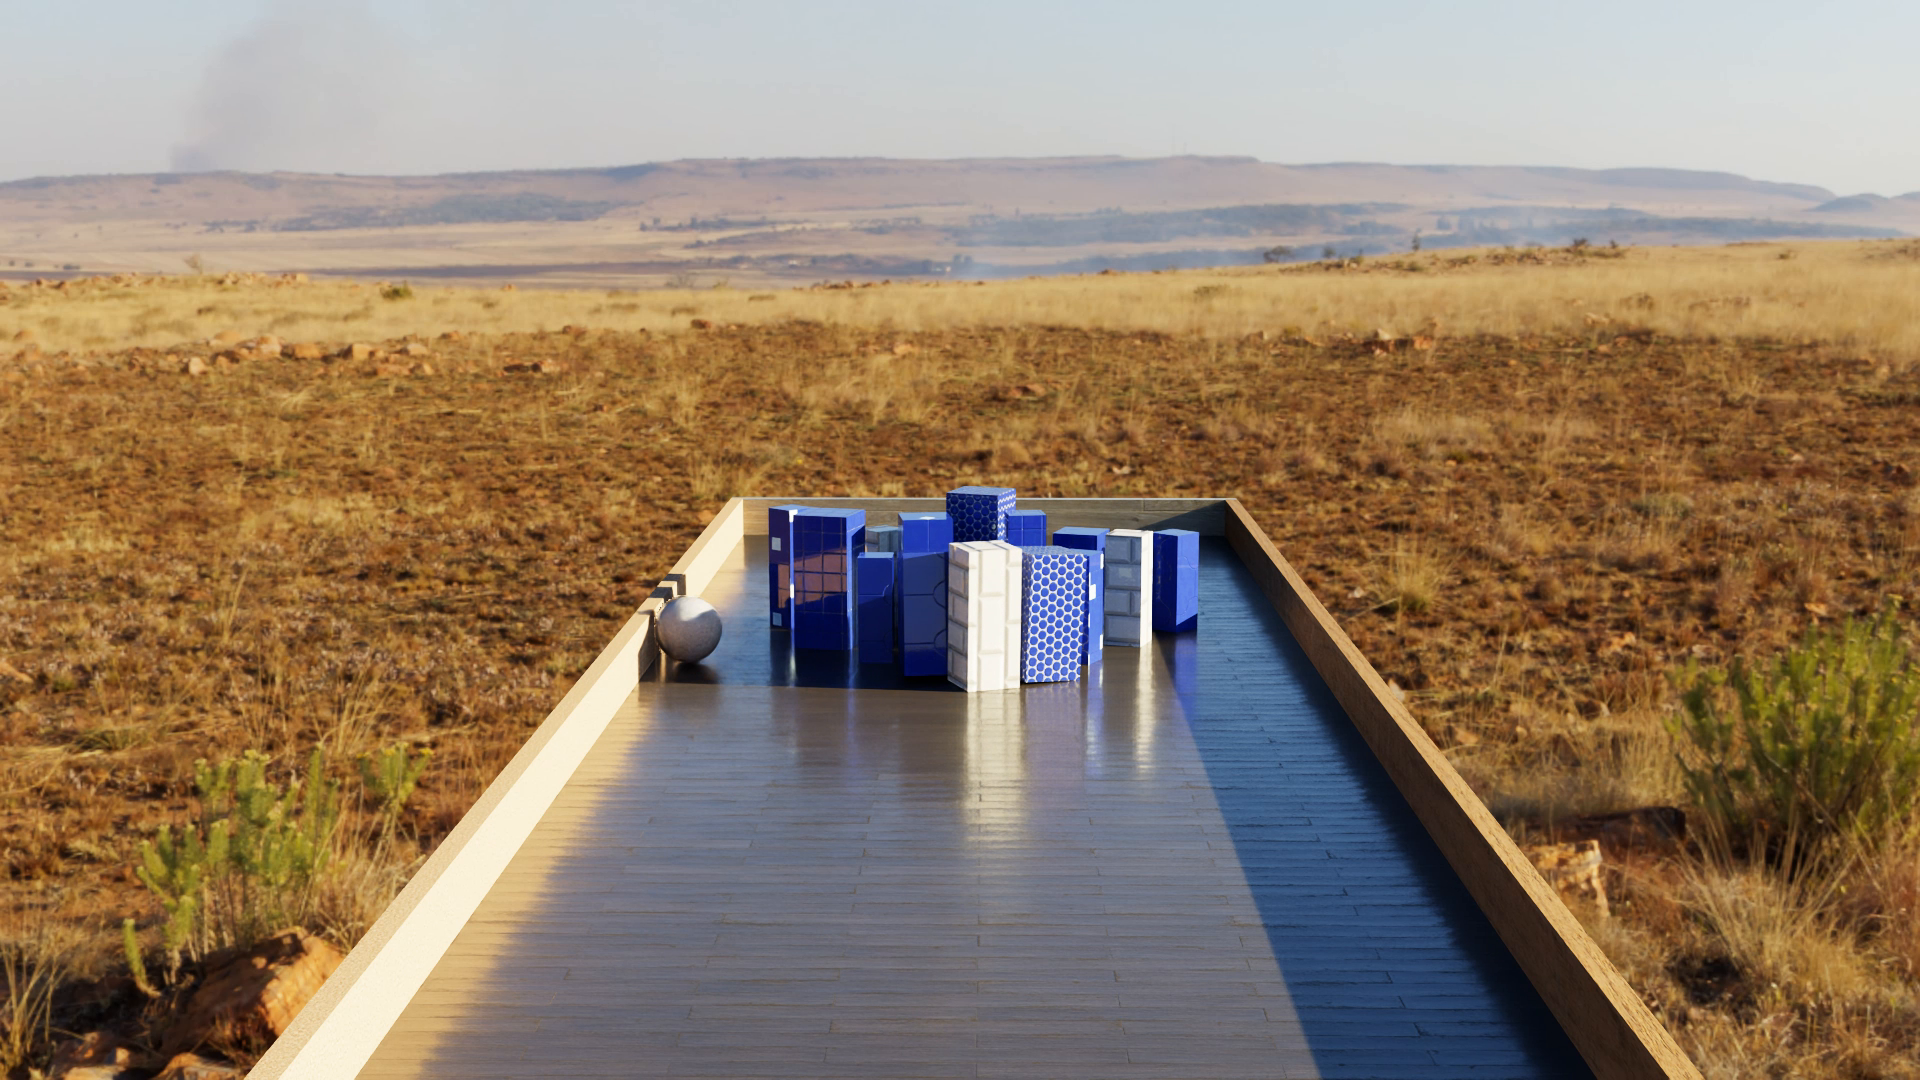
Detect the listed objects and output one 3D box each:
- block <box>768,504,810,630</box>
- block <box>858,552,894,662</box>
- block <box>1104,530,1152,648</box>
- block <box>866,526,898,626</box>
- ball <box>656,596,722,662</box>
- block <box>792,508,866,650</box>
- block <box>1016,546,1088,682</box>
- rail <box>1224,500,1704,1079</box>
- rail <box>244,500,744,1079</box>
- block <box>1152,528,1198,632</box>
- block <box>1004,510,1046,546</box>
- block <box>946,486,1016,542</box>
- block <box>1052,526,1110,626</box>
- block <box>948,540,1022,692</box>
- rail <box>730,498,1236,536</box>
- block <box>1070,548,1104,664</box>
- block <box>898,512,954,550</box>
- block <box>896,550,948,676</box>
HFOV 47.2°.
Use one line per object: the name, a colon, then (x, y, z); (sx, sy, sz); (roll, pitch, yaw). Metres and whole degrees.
block: (-0.551, 0.088, 7.206); (0.105, 0.392, 0.105); (9, 12, 43)
block: (-0.255, 0.205, 6.688); (0.103, 0.322, 0.103); (0, 9, 1)
block: (0.531, 0.151, 6.939); (0.120, 0.351, 0.120); (3, 10, 21)
block: (-0.253, 0.121, 7.227); (0.113, 0.319, 0.113); (-7, 12, -38)
ball: (-0.823, 0.271, 6.662); (0.200, 0.200, 0.200); (0, 9, 0)
block: (-0.409, 0.120, 6.913); (0.177, 0.419, 0.177); (3, 9, 16)
block: (0.243, 0.214, 6.442); (0.176, 0.371, 0.176); (-1, 8, -25)
rail: (1.046, 0.843, 3.208); (0.050, 0.150, 12.000); (0, 9, 1)
rail: (-1.004, 0.839, 3.234); (0.050, 0.150, 12.000); (0, 9, 1)
block: (0.699, 0.132, 7.164); (0.109, 0.317, 0.109); (9, 12, 44)
block: (0.204, 0.119, 6.934); (0.117, 0.414, 0.117); (-1, 9, -7)
block: (0.069, 0.064, 7.157); (0.176, 0.454, 0.176); (3, 10, 20)
block: (0.397, 0.125, 7.219); (0.149, 0.313, 0.149); (3, 10, 19)
block: (0.070, 0.217, 6.338); (0.160, 0.404, 0.160); (-3, 10, -21)
rail: (0.099, -0.098, 9.147); (2.100, 0.150, 0.050); (0, 9, 1)
block: (0.365, 0.202, 6.672); (0.103, 0.333, 0.103); (4, 10, 26)
block: (-0.109, 0.127, 6.909); (0.156, 0.407, 0.156); (-1, 9, -7)
block: (-0.100, 0.212, 6.481); (0.149, 0.359, 0.149); (-1, 3, -8)
